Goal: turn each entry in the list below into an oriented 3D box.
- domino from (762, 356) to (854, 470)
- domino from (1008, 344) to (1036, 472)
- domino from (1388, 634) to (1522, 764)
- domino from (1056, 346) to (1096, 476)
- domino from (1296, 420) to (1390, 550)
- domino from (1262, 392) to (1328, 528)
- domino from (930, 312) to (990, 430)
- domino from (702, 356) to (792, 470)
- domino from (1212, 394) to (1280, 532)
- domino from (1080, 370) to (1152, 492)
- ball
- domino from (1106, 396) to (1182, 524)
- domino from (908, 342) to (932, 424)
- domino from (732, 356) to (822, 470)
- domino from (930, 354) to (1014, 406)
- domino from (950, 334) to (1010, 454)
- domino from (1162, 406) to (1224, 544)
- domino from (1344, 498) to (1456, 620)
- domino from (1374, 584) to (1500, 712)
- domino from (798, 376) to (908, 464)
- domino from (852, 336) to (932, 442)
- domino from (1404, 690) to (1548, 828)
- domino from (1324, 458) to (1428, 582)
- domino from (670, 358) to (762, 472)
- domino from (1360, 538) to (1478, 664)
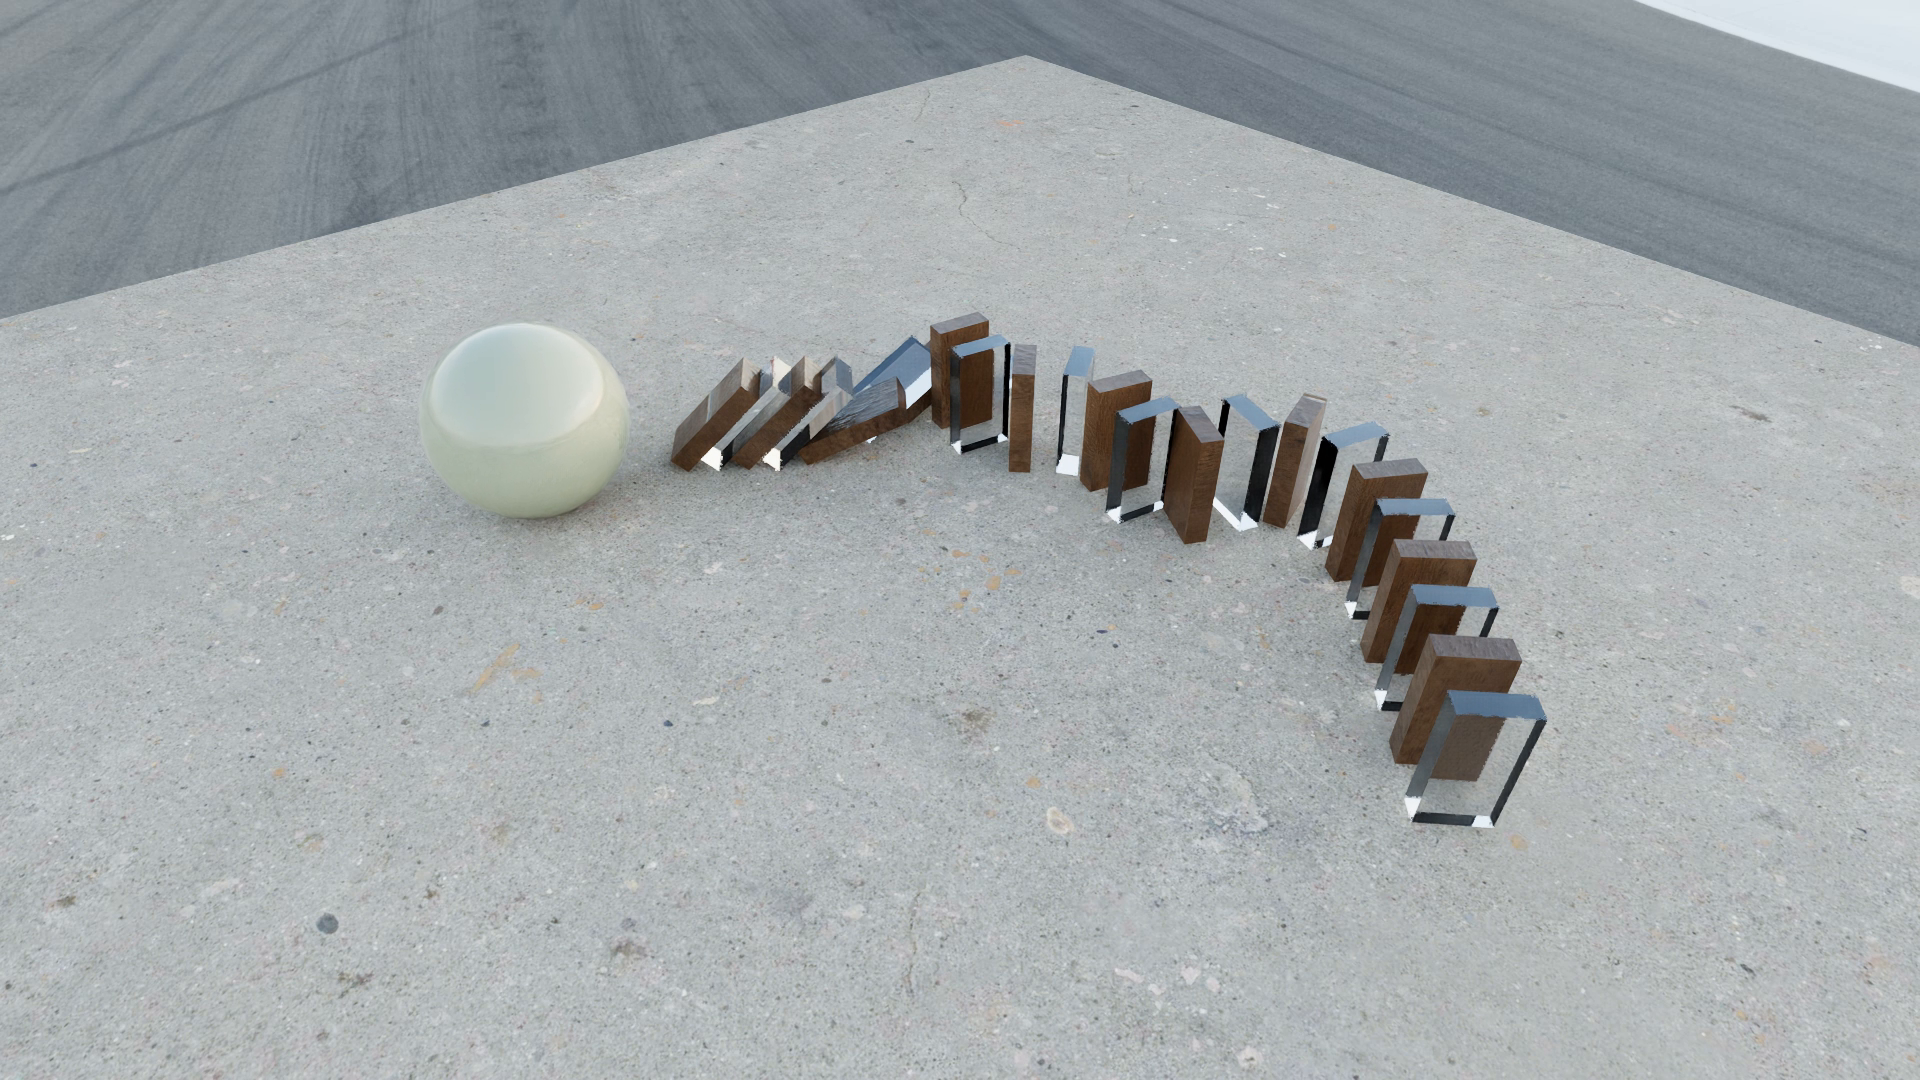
[{"bbox_3d":[-0.068,-0.056,0.486,0.010,0.050,0.025,35,27,-30],"label":"domino"},{"bbox_3d":[0.027,-0.057,0.481,0.010,0.050,0.025,3,39,4],"label":"domino"},{"bbox_3d":[0.156,0.052,0.348,0.025,0.050,0.009,3,39,4],"label":"domino"},{"bbox_3d":[0.051,-0.056,0.480,0.009,0.050,0.025,10,40,12],"label":"domino"},{"bbox_3d":[0.152,-0.021,0.437,0.025,0.050,0.010,-16,42,-19],"label":"domino"},{"bbox_3d":[0.137,-0.032,0.451,0.010,0.050,0.025,21,44,24],"label":"domino"},{"bbox_3d":[0.000,-0.078,0.506,0.025,0.050,0.010,-21,44,-23],"label":"domino"},{"bbox_3d":[-0.094,-0.056,0.486,0.010,0.050,0.025,35,27,-30],"label":"domino"},{"bbox_3d":[0.115,-0.031,0.450,0.009,0.050,0.025,-15,42,-17],"label":"domino"},{"bbox_3d":[0.066,-0.046,0.468,0.025,0.050,0.009,-16,42,-18],"label":"domino"},{"bbox_3d":[-0.176,-0.049,0.447,0.080,0.080,0.080,0,39,0],"label":"ball"},{"bbox_3d":[0.075,-0.032,0.451,0.025,0.050,0.010,-19,43,-22],"label":"domino"},{"bbox_3d":[-0.014,-0.080,0.523,0.050,0.009,0.025,-42,47,-7],"label":"domino"},{"bbox_3d":[-0.081,-0.056,0.486,0.009,0.050,0.025,35,27,-30],"label":"domino"},{"bbox_3d":[0.007,-0.077,0.538,0.050,0.010,0.025,-18,42,-20],"label":"domino"},{"bbox_3d":[0.009,-0.065,0.490,0.025,0.050,0.010,-19,43,-22],"label":"domino"},{"bbox_3d":[0.093,-0.026,0.443,0.009,0.050,0.025,-8,40,-10],"label":"domino"},{"bbox_3d":[0.160,0.008,0.402,0.025,0.050,0.010,0,39,0],"label":"domino"},{"bbox_3d":[0.158,0.037,0.366,0.025,0.050,0.009,3,39,3],"label":"domino"},{"bbox_3d":[-0.048,-0.054,0.493,0.050,0.010,0.025,-21,39,12],"label":"domino"},{"bbox_3d":[-0.032,-0.070,0.512,0.050,0.010,0.025,-43,50,-5],"label":"domino"},{"bbox_3d":[0.154,0.066,0.330,0.025,0.050,0.009,3,39,4],"label":"domino"},{"bbox_3d":[0.158,-0.007,0.420,0.025,0.050,0.010,-6,40,-7],"label":"domino"},{"bbox_3d":[-0.108,-0.055,0.485,0.010,0.050,0.025,35,27,-30],"label":"domino"},{"bbox_3d":[0.159,0.022,0.384,0.025,0.050,0.010,2,39,2],"label":"domino"}]
